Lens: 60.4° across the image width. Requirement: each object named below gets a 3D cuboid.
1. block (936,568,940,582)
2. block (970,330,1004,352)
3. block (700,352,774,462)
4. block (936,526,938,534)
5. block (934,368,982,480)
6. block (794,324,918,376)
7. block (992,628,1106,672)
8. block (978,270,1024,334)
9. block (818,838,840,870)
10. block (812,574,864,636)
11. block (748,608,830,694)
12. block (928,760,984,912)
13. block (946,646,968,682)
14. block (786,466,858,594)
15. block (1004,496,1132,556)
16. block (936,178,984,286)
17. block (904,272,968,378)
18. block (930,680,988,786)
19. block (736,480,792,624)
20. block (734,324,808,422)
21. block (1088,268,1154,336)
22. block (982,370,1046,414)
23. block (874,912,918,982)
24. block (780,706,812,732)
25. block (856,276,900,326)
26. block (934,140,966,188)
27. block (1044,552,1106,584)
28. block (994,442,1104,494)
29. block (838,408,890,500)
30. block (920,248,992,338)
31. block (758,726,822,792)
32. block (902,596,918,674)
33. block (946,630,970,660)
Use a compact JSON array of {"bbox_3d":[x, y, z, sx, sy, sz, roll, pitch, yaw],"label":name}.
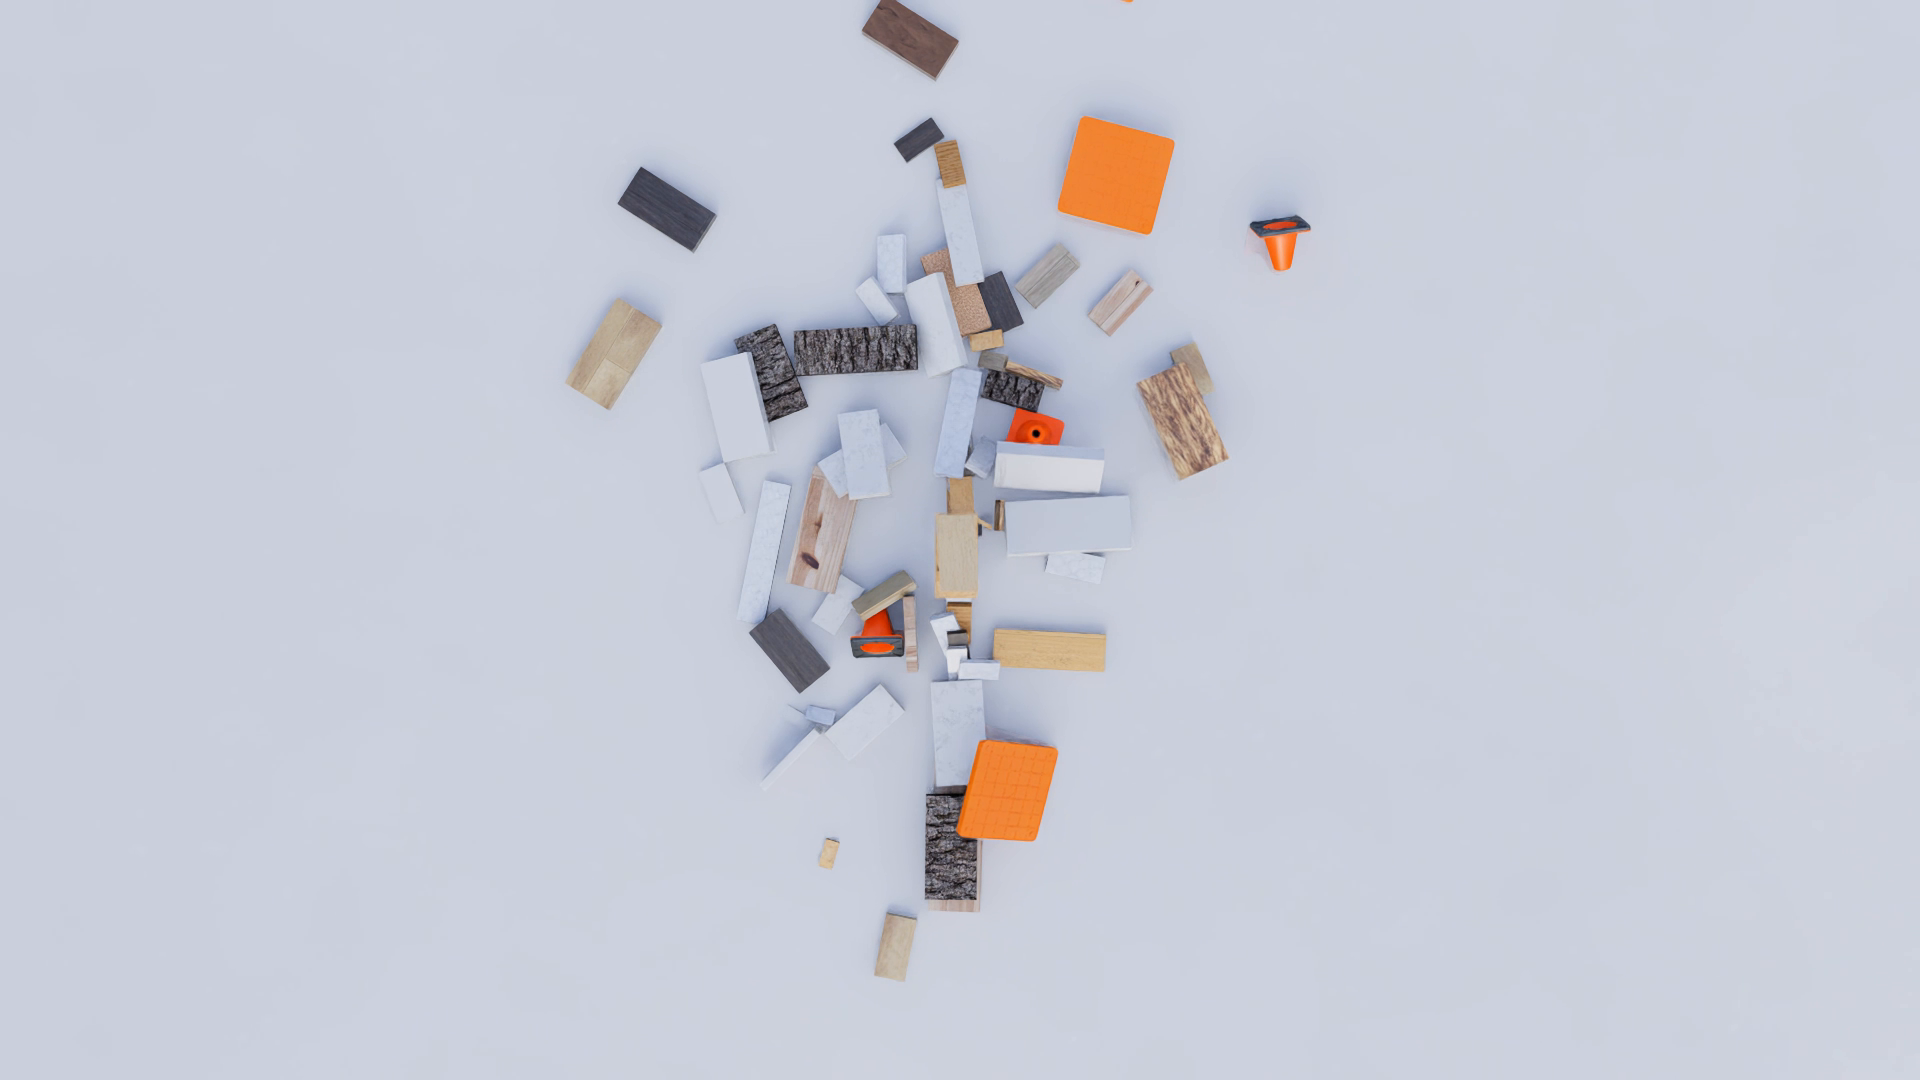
[{"bbox_3d":[-0.014,0.102,5.078,0.114,0.228,0.032,-3,92,0],"label":"block"},{"bbox_3d":[0.089,-0.662,5.477,0.111,0.016,0.055,-9,94,14],"label":"block"},{"bbox_3d":[-0.735,-0.438,5.451,0.166,0.047,0.333,-13,92,14],"label":"block"},{"bbox_3d":[-0.014,-0.034,5.079,0.114,0.228,0.032,-7,89,0],"label":"block"},{"bbox_3d":[-0.006,-0.386,5.439,0.096,0.027,0.369,10,76,3],"label":"block"},{"bbox_3d":[-0.345,-0.627,5.459,0.405,0.042,0.147,-2,90,6],"label":"block"},{"bbox_3d":[0.297,0.367,5.482,0.371,0.035,0.124,3,90,0],"label":"block"},{"bbox_3d":[0.133,-0.788,5.487,0.095,0.027,0.190,-23,90,0],"label":"block"},{"bbox_3d":[-0.436,1.046,5.493,0.047,0.013,0.094,17,90,0],"label":"block"},{"bbox_3d":[-0.406,0.215,5.487,0.092,0.026,0.184,33,90,0],"label":"block"},{"bbox_3d":[-0.564,0.366,5.468,0.132,0.037,0.264,-39,96,0],"label":"block"},{"bbox_3d":[-0.010,0.983,5.476,0.170,0.048,0.491,2,90,0],"label":"block"},{"bbox_3d":[-0.008,0.410,5.457,0.066,0.019,0.132,-4,122,0],"label":"block"},{"bbox_3d":[-0.449,-0.032,5.461,0.167,0.047,0.397,13,86,0],"label":"block"},{"bbox_3d":[0.358,-0.046,5.461,0.411,0.050,0.175,-3,80,0],"label":"block"},{"bbox_3d":[-0.001,-1.023,5.453,0.095,0.027,0.370,-11,79,0],"label":"block"},{"bbox_3d":[-0.081,-0.709,5.439,0.146,0.041,0.314,-16,90,38],"label":"block"},{"bbox_3d":[-0.002,0.637,5.445,0.170,0.048,0.340,-4,80,-1],"label":"block"},{"bbox_3d":[-0.651,0.041,5.487,0.092,0.026,0.471,11,90,0],"label":"block"},{"bbox_3d":[-0.627,-0.553,5.479,0.147,0.042,0.293,-22,90,0],"label":"block"},{"bbox_3d":[0.533,-0.788,5.485,0.105,0.030,0.210,43,90,0],"label":"block"},{"bbox_3d":[0.176,-0.496,5.476,0.193,0.027,0.096,17,78,0],"label":"block"},{"bbox_3d":[-0.214,1.353,5.485,0.104,0.029,0.208,11,90,0],"label":"block"},{"bbox_3d":[-0.544,0.593,5.493,0.094,0.013,0.047,30,90,0],"label":"block"},{"bbox_3d":[-0.273,-0.790,5.471,0.076,0.022,0.153,-36,90,30],"label":"block"},{"bbox_3d":[-0.033,-1.247,5.472,0.077,0.022,0.153,-13,77,0],"label":"block"},{"bbox_3d":[0.383,0.083,5.487,0.187,0.025,0.089,13,90,0],"label":"block"},{"bbox_3d":[0.291,-0.237,5.415,0.350,0.175,0.050,4,53,0],"label":"block"},{"bbox_3d":[-0.317,-0.281,5.414,0.132,0.037,0.286,-8,77,-5],"label":"block"},{"bbox_3d":[-0.014,-0.821,5.470,0.146,0.041,0.292,-20,87,-2],"label":"block"},{"bbox_3d":[-0.558,0.720,5.448,0.029,0.104,0.258,45,90,0],"label":"block"},{"bbox_3d":[-0.162,0.309,5.438,0.035,0.124,0.248,-3,90,0],"label":"block"},{"bbox_3d":[-0.004,0.355,5.447,0.066,0.019,0.132,-6,126,3],"label":"block"}]
